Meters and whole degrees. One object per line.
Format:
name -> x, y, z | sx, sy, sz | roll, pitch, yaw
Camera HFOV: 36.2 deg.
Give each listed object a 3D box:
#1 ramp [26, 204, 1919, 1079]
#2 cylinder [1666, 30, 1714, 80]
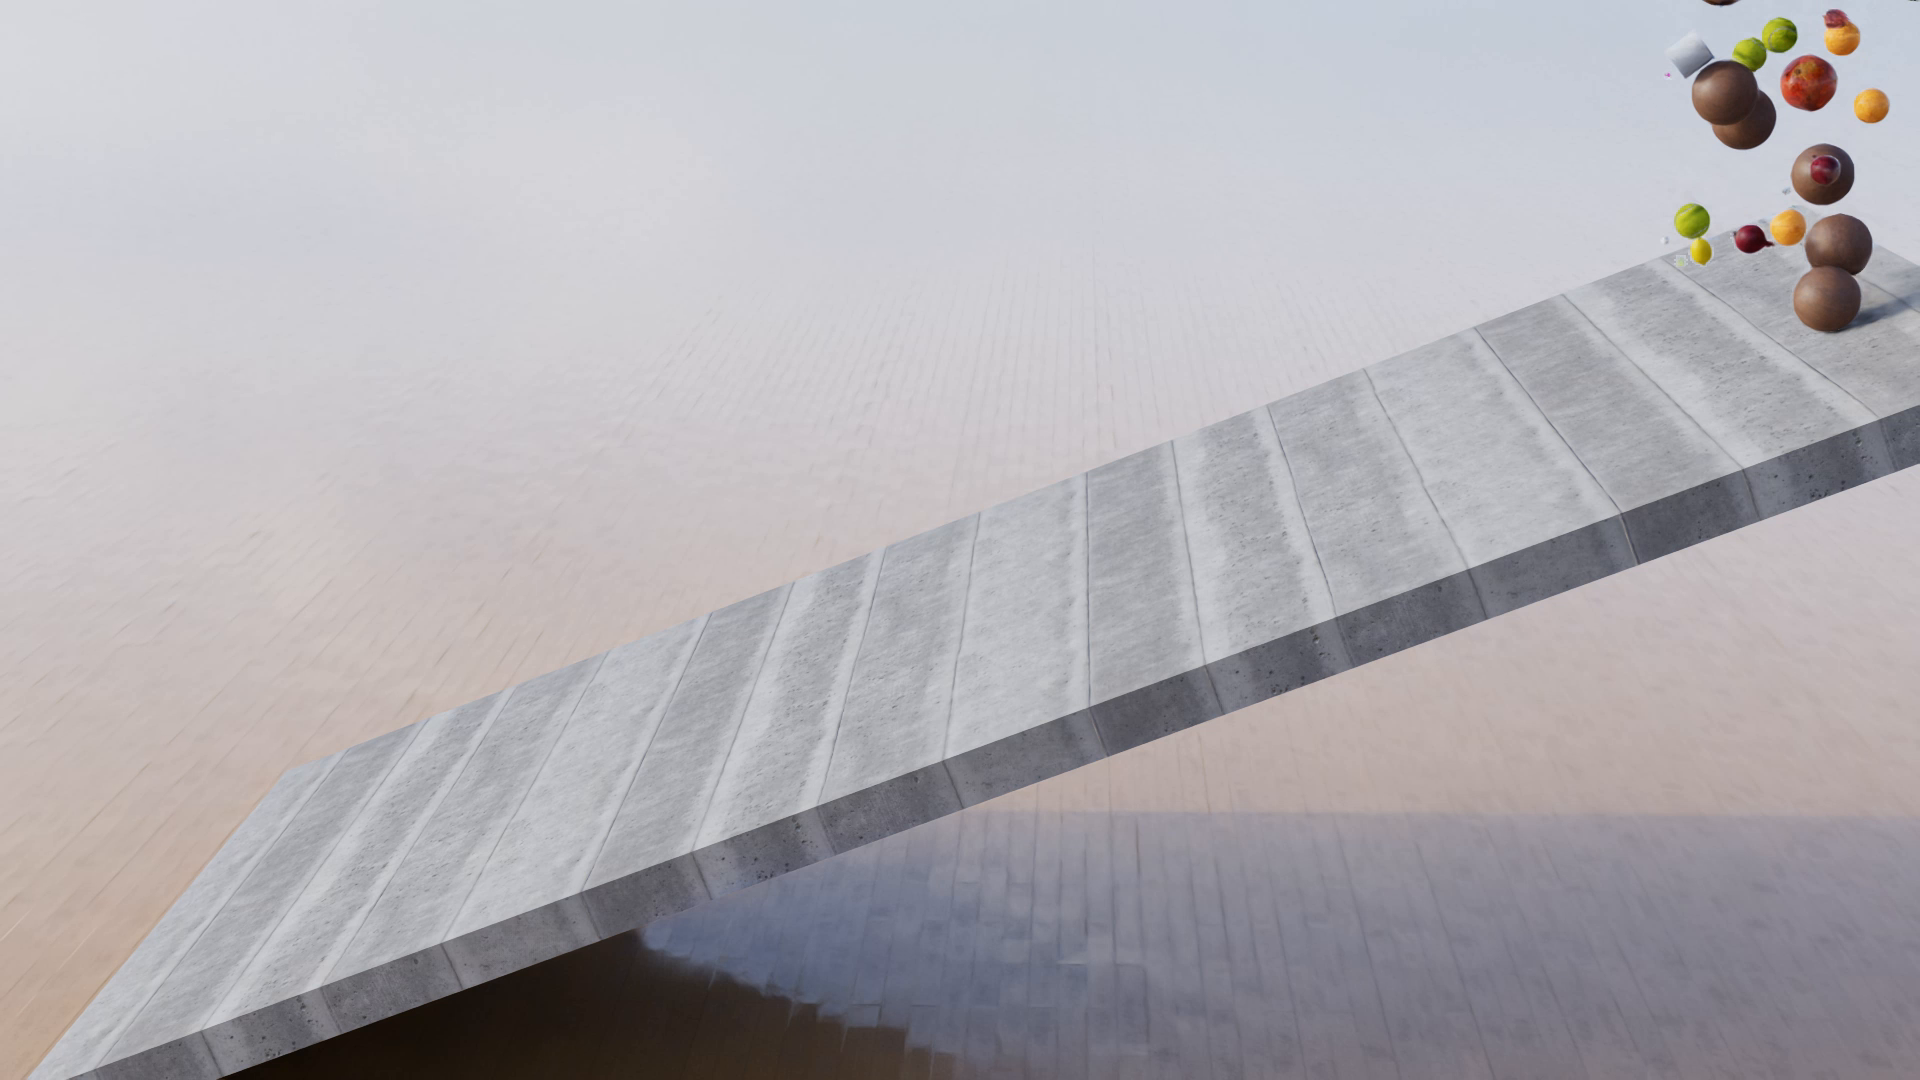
ramp -> 0.121, 0.174, 6.292 | 4.000, 0.100, 2.000 | -20, 12, 7
cylinder -> 1.443, -0.960, 5.818 | 0.069, 0.069, 0.069 | -37, 6, 15
